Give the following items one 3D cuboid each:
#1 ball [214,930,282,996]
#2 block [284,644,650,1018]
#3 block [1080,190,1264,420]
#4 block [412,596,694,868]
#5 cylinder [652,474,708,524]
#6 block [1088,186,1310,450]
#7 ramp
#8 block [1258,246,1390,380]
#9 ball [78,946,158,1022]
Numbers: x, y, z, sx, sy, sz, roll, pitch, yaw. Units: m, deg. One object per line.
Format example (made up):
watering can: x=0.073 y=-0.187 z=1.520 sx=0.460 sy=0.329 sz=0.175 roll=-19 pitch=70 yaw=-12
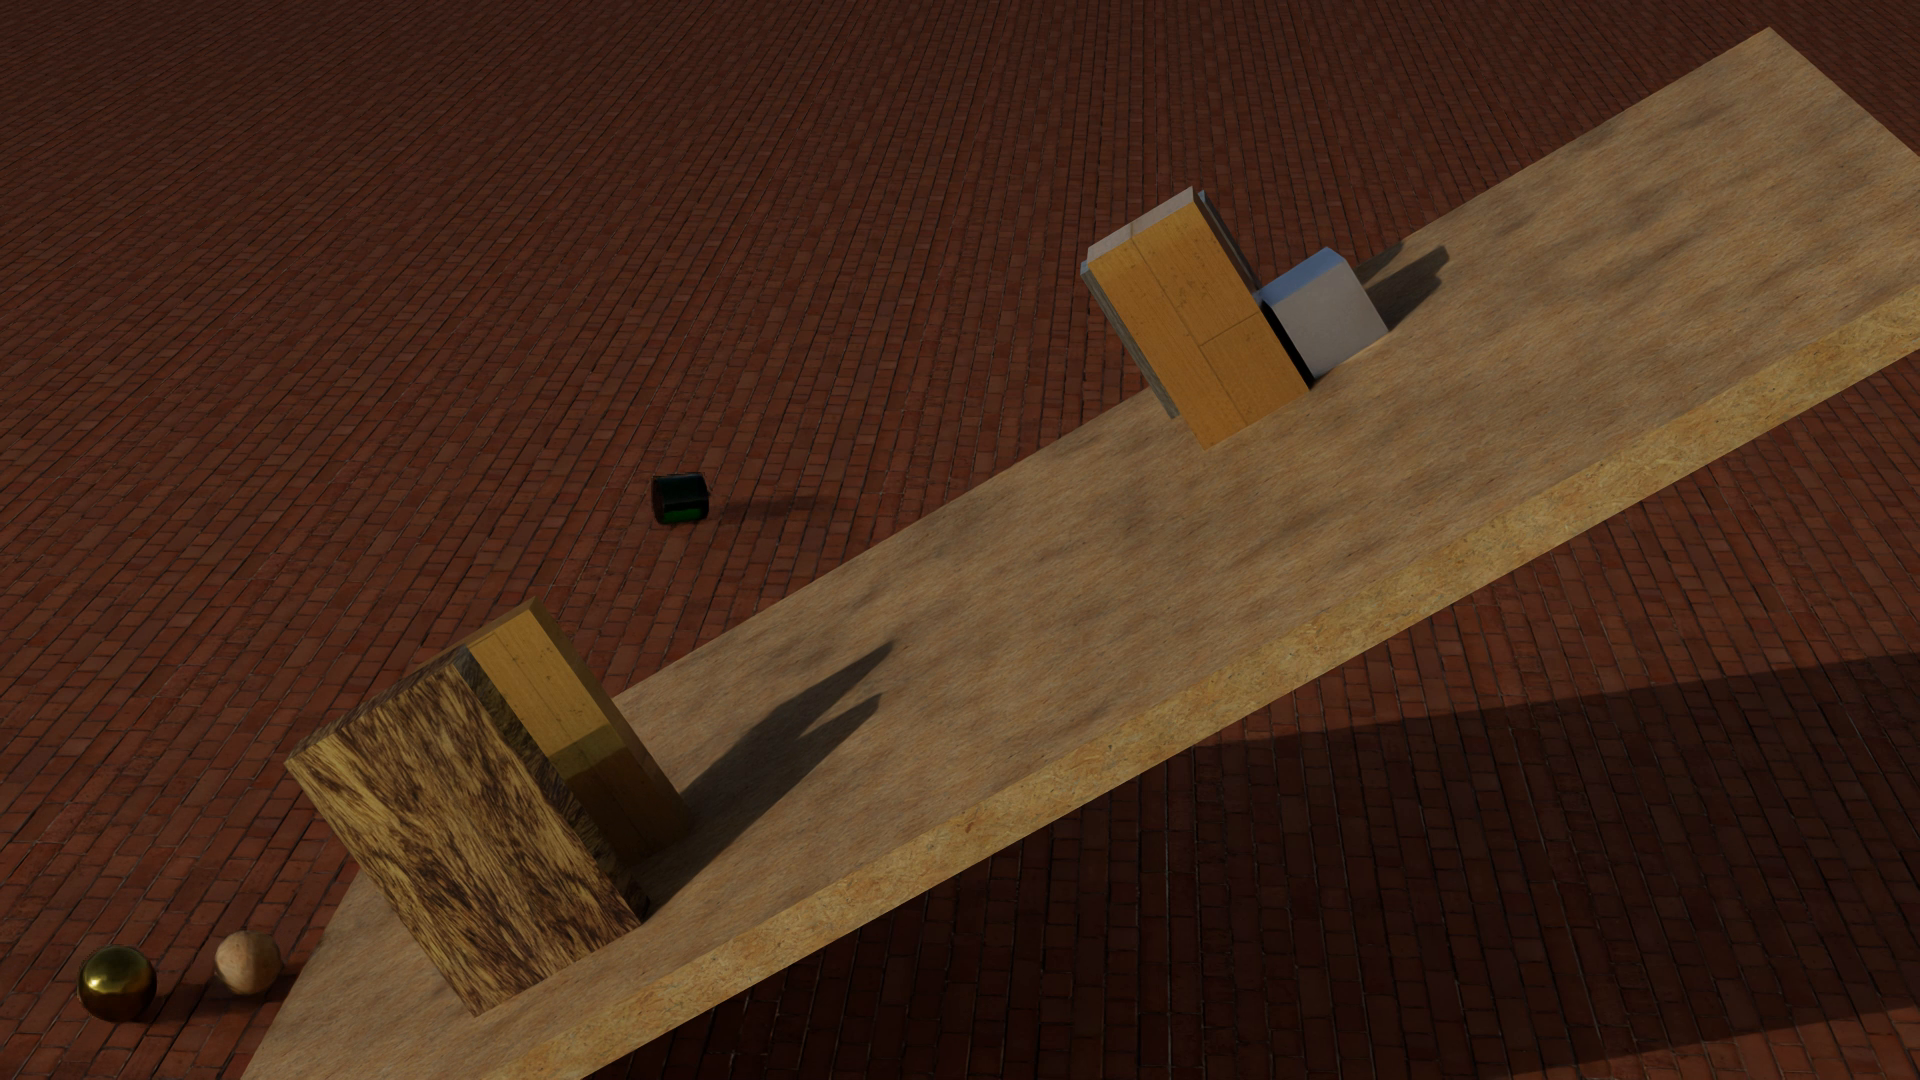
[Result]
ball: x=-1.696 y=1.006 z=7.006 sx=0.157 sy=0.157 sz=0.157 roll=0 pitch=20 yaw=0
block: x=-0.975 y=0.583 z=5.846 sx=0.412 sy=0.653 sz=0.105 roll=-30 pitch=15 yaw=13
block: x=0.522 y=-0.538 z=6.746 sx=0.329 sy=0.401 sz=0.114 roll=-30 pitch=15 yaw=13
block: x=-0.851 y=0.440 z=6.160 sx=0.308 sy=0.590 sz=0.083 roll=-30 pitch=15 yaw=13
cylinder: x=-0.972 y=-0.142 z=10.206 sx=0.158 sy=0.158 sz=0.158 roll=-7 pitch=21 yaw=-20
block: x=0.519 y=-0.481 z=6.397 sx=0.264 sy=0.491 sz=0.146 roll=-30 pitch=15 yaw=13
ramp: x=0.141 y=0.169 z=6.291 sx=4.000 sy=0.100 sz=2.000 roll=-30 pitch=15 yaw=13
block: x=0.795 y=-0.501 z=6.472 sx=0.191 sy=0.191 sz=0.191 roll=-33 pitch=15 yaw=3
ball: x=-1.974 y=1.040 z=6.891 sx=0.179 sy=0.179 sz=0.179 roll=0 pitch=20 yaw=0
